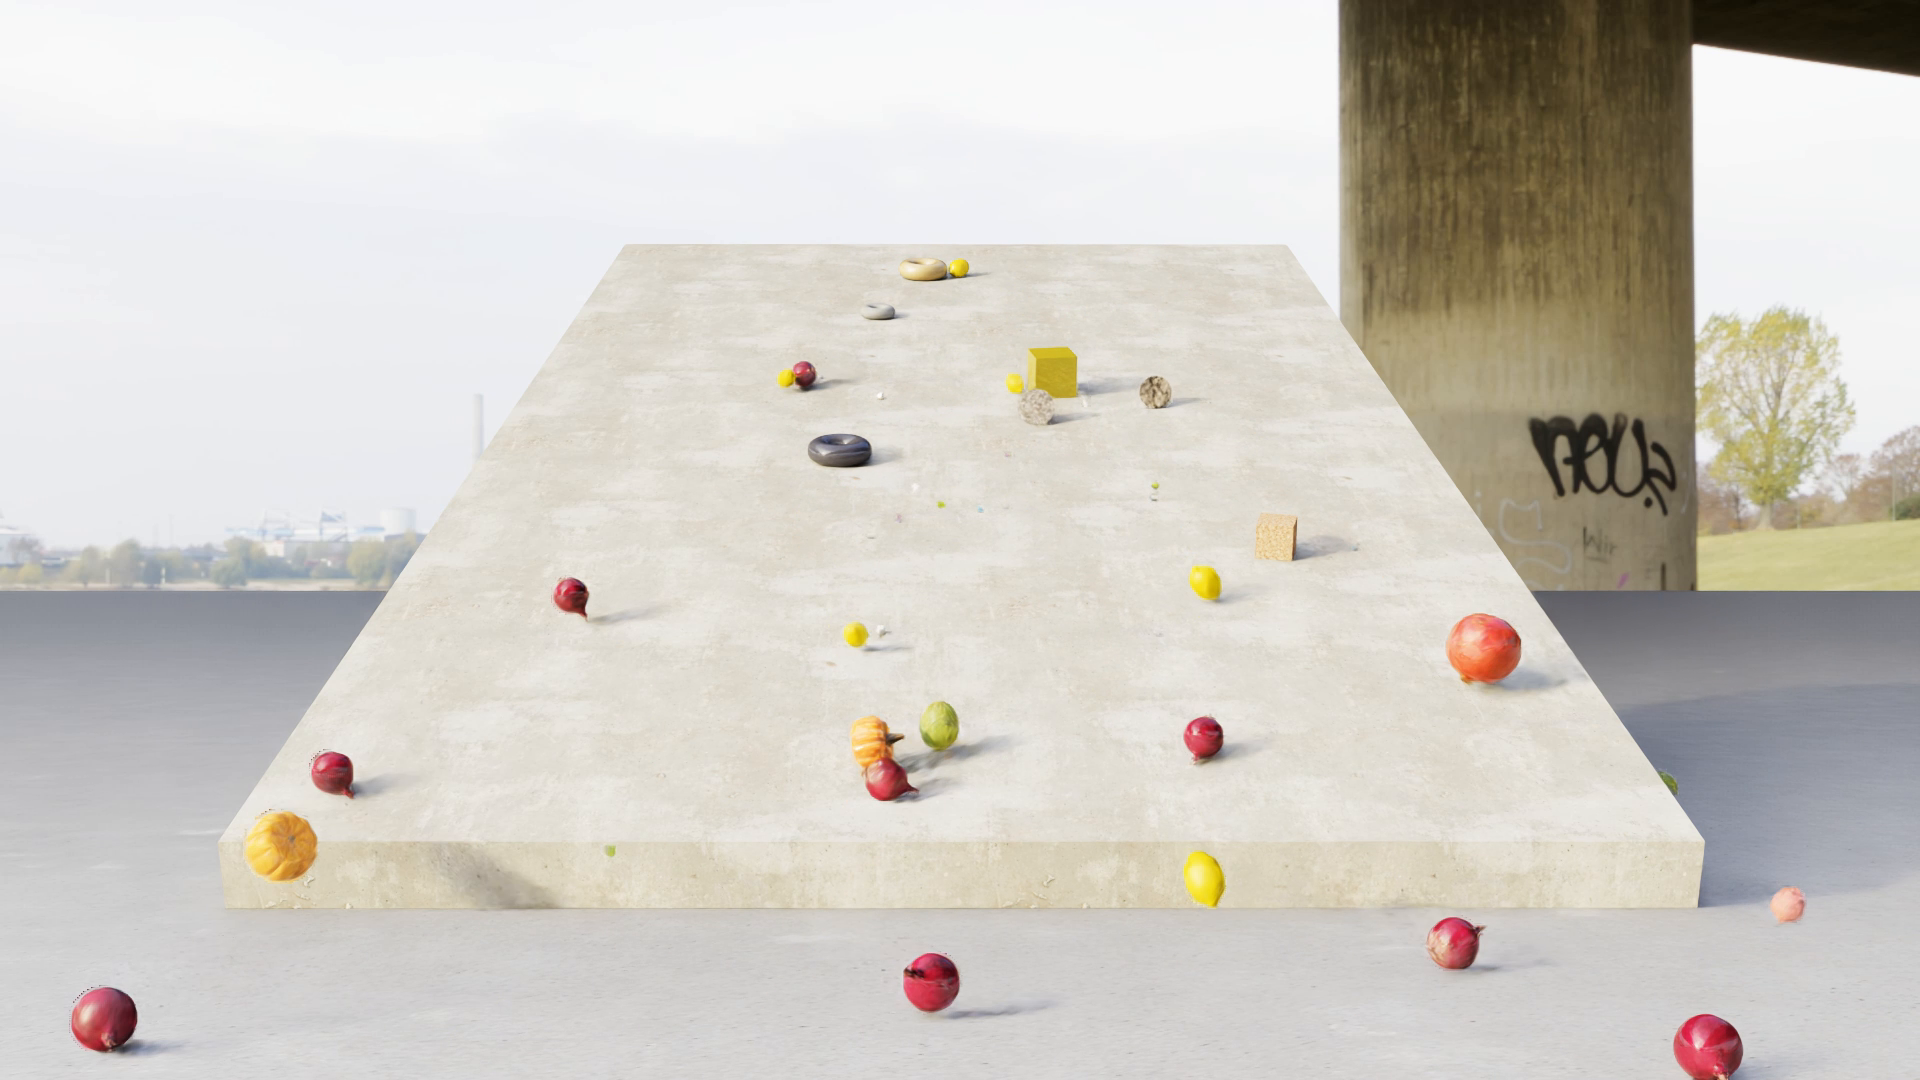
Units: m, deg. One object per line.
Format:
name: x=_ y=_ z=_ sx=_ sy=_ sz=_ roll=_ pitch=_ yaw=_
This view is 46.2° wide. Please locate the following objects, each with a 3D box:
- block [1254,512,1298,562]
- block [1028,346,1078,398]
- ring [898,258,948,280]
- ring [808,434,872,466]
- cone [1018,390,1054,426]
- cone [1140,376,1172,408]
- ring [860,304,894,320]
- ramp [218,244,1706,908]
block: x=0.579 y=-0.006 z=4.124 sx=0.067 sy=0.067 sz=0.067 roll=5 pitch=20 yaw=14
block: x=0.211 y=-0.385 z=5.180 sx=0.096 sy=0.096 sz=0.096 roll=-3 pitch=19 yaw=-10
ring: x=-0.104 y=-0.765 z=6.363 sx=0.139 sy=0.046 sz=0.139 roll=1 pitch=19 yaw=0
ring: x=-0.250 y=-0.187 z=4.683 sx=0.136 sy=0.045 sz=0.136 roll=0 pitch=18 yaw=0
cone: x=0.169 y=-0.286 z=4.984 sx=0.082 sy=0.082 sz=0.082 roll=0 pitch=-8 yaw=3
cone: x=0.438 y=-0.327 z=5.109 sx=0.075 sy=0.075 sz=0.075 roll=0 pitch=-8 yaw=-5
ring: x=-0.216 y=-0.600 z=5.904 sx=0.092 sy=0.031 sz=0.092 roll=1 pitch=19 yaw=0
ramp: x=-0.004 y=-0.197 z=4.935 sx=2.000 sy=0.100 sz=4.000 roll=0 pitch=19 yaw=0
